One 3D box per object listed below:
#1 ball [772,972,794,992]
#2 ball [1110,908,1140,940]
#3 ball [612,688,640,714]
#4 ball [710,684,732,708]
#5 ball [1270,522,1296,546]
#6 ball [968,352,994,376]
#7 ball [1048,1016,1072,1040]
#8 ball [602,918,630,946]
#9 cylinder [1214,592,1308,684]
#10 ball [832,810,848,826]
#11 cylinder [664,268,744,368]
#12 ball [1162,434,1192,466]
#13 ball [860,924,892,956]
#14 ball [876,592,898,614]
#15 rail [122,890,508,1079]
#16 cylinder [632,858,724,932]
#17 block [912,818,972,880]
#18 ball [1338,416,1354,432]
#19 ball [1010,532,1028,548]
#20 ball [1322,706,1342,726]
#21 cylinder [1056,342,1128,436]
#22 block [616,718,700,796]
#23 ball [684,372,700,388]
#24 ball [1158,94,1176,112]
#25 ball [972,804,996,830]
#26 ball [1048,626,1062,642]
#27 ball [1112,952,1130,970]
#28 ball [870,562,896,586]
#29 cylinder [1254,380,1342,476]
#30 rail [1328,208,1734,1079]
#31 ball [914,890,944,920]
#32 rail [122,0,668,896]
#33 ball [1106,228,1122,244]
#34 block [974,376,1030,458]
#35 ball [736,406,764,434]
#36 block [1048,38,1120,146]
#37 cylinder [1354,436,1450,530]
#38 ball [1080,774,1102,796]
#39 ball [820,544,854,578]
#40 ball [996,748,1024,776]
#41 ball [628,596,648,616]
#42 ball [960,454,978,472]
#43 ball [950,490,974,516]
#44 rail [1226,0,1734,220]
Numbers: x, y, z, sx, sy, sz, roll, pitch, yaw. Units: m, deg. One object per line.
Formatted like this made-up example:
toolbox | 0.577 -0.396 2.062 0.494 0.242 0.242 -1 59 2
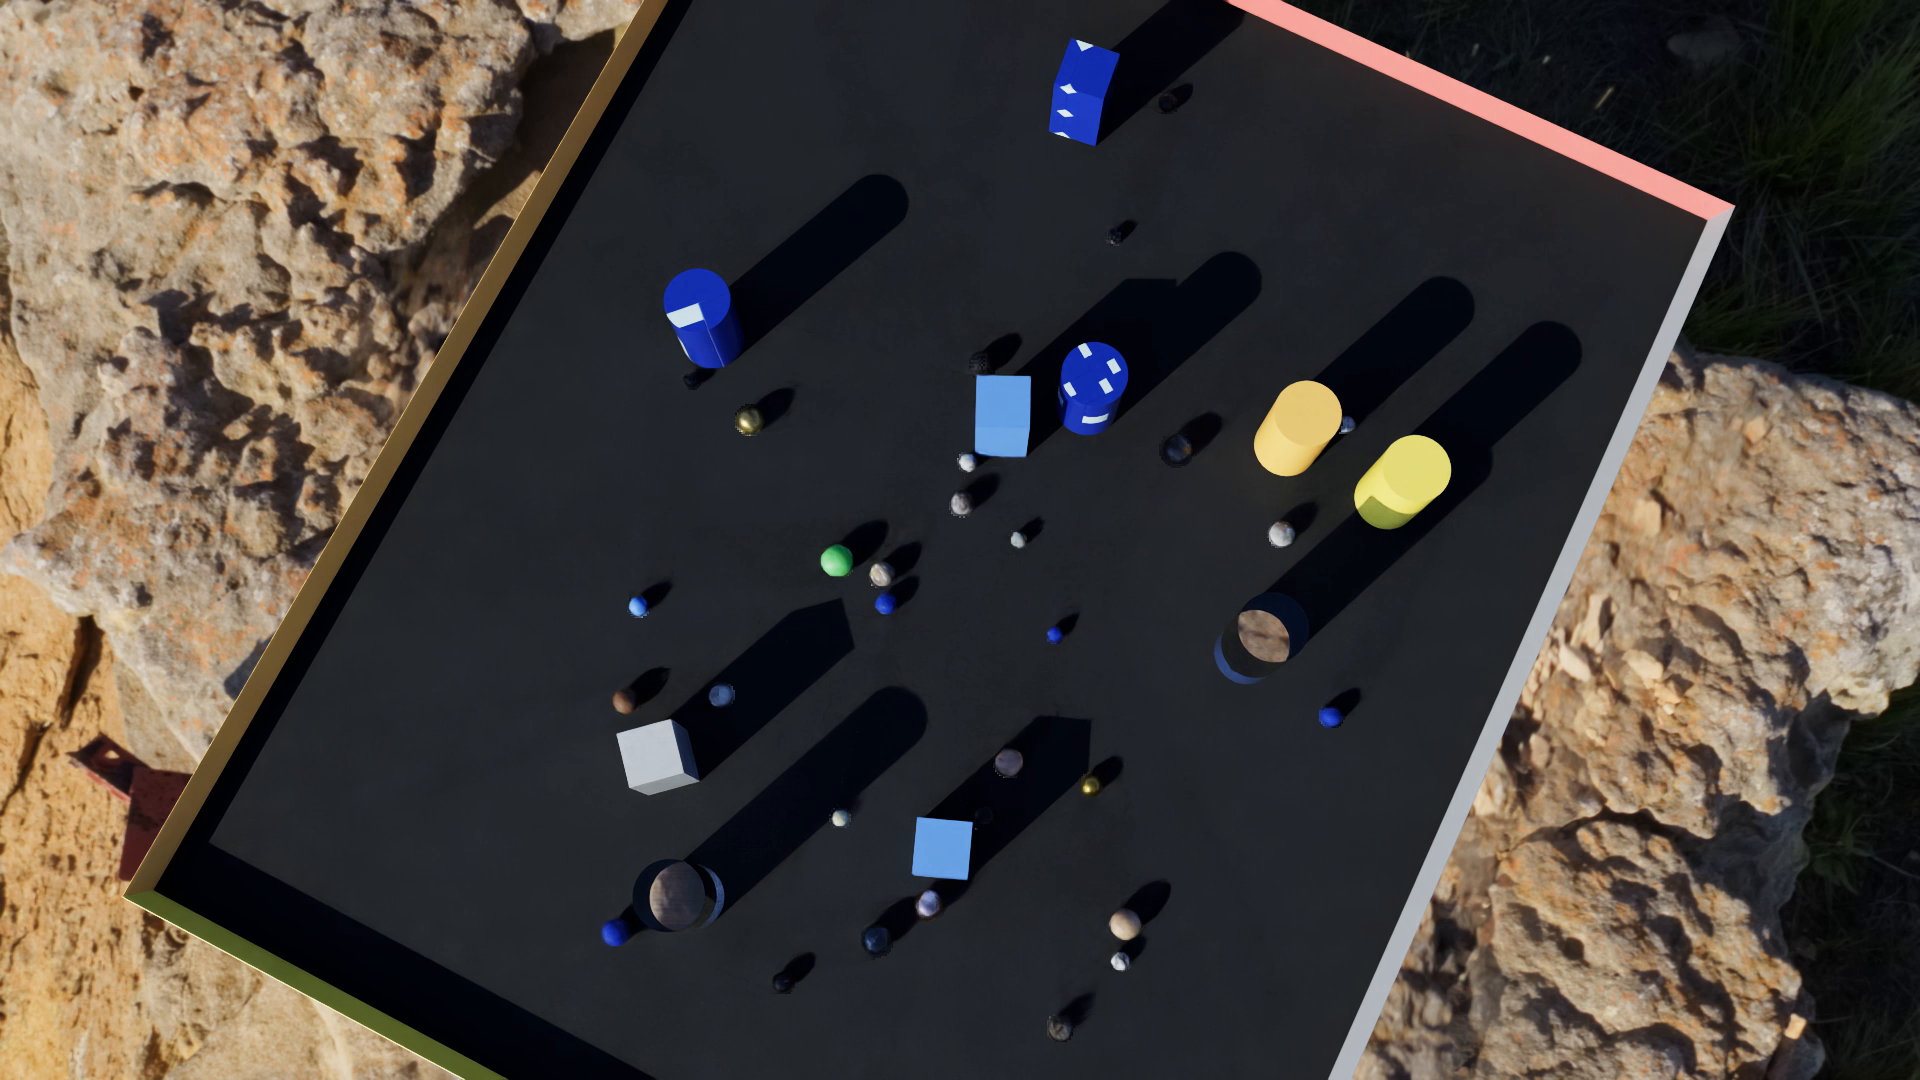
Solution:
ball | -0.514 1.284 5.320 0.060 0.060 0.060 0 78 0
ball | 0.481 1.119 5.339 0.090 0.090 0.090 0 78 0
ball | -0.998 0.482 5.477 0.078 0.078 0.078 0 78 0
ball | -0.716 0.466 5.484 0.070 0.070 0.070 0 78 0
ball | 0.982 -0.019 5.581 0.077 0.077 0.077 0 78 0
ball | 0.067 -0.545 5.688 0.081 0.081 0.081 0 78 0
ball | 0.290 1.408 5.290 0.068 0.068 0.068 0 78 0
ball | -1.000 1.143 5.339 0.079 0.079 0.079 0 78 0
cylinder | 0.867 0.290 5.308 0.197 0.487 0.197 0 78 0
ball | -0.355 0.822 5.421 0.049 0.049 0.049 0 78 0
cylinder | -0.774 -0.668 5.569 0.197 0.365 0.197 0 78 0
ball | 0.666 -0.276 5.625 0.095 0.095 0.095 0 78 0
ball | -0.244 1.163 5.330 0.091 0.091 0.091 0 78 0
ball | -0.223 0.193 5.543 0.066 0.066 0.066 0 78 0
rail | -0.894 1.758 5.186 3.373 0.128 0.045 26 80 5
cylinder | -0.792 1.010 5.191 0.197 0.425 0.197 0 78 0
block | -0.050 0.895 5.300 0.158 0.258 0.158 5 78 1
ball | 1.193 -0.358 5.663 0.054 0.054 0.054 0 78 0
ball | 0.181 -0.001 5.591 0.051 0.051 0.051 0 78 0
ball | 1.111 0.525 5.476 0.062 0.062 0.062 0 78 0
cylinder | 0.396 -0.454 5.543 0.197 0.328 0.197 0 78 0
block | -0.872 0.633 5.319 0.158 0.326 0.158 -15 79 -3
ball | -0.834 -0.497 5.694 0.050 0.050 0.050 0 78 0
ball | 0.666 -1.402 5.877 0.059 0.059 0.059 0 78 0
ball | 0.071 0.814 5.398 0.075 0.075 0.075 0 78 0
ball | 0.288 0.284 5.534 0.047 0.047 0.047 0 78 0
ball | 0.467 1.227 5.336 0.053 0.053 0.053 0 78 0
ball | -0.235 0.102 5.556 0.077 0.077 0.077 0 78 0
cylinder | 1.010 -0.330 5.498 0.197 0.366 0.197 0 78 0
rail | 1.487 0.735 5.398 0.045 0.128 4.047 26 80 5
ball | -0.091 1.066 5.352 0.087 0.087 0.087 0 78 0
rail | -1.487 -0.721 5.699 0.045 0.128 4.047 26 80 5
ball | 0.487 -0.959 5.790 0.049 0.049 0.049 0 78 0
block | 0.126 -0.370 5.519 0.158 0.340 0.158 1 78 0
ball | -0.645 -0.369 5.650 0.084 0.084 0.084 0 78 0
block | 0.386 -1.395 5.729 0.158 0.345 0.158 19 79 4
cylinder | 1.313 -0.167 5.456 0.197 0.383 0.197 0 78 0
ball | 0.389 0.729 5.433 0.065 0.065 0.065 0 78 0
ball | -0.372 0.063 5.553 0.099 0.099 0.099 0 78 0
ball | 0.146 0.658 5.437 0.084 0.084 0.084 0 78 0
ball | -0.973 0.200 5.545 0.059 0.059 0.059 0 78 0
ball | 0.027 -0.239 5.638 0.055 0.055 0.055 0 78 0
ball | 0.008 -0.113 5.602 0.075 0.075 0.075 0 78 0
rail | 0.894 -1.745 5.911 3.373 0.128 0.045 26 80 5
